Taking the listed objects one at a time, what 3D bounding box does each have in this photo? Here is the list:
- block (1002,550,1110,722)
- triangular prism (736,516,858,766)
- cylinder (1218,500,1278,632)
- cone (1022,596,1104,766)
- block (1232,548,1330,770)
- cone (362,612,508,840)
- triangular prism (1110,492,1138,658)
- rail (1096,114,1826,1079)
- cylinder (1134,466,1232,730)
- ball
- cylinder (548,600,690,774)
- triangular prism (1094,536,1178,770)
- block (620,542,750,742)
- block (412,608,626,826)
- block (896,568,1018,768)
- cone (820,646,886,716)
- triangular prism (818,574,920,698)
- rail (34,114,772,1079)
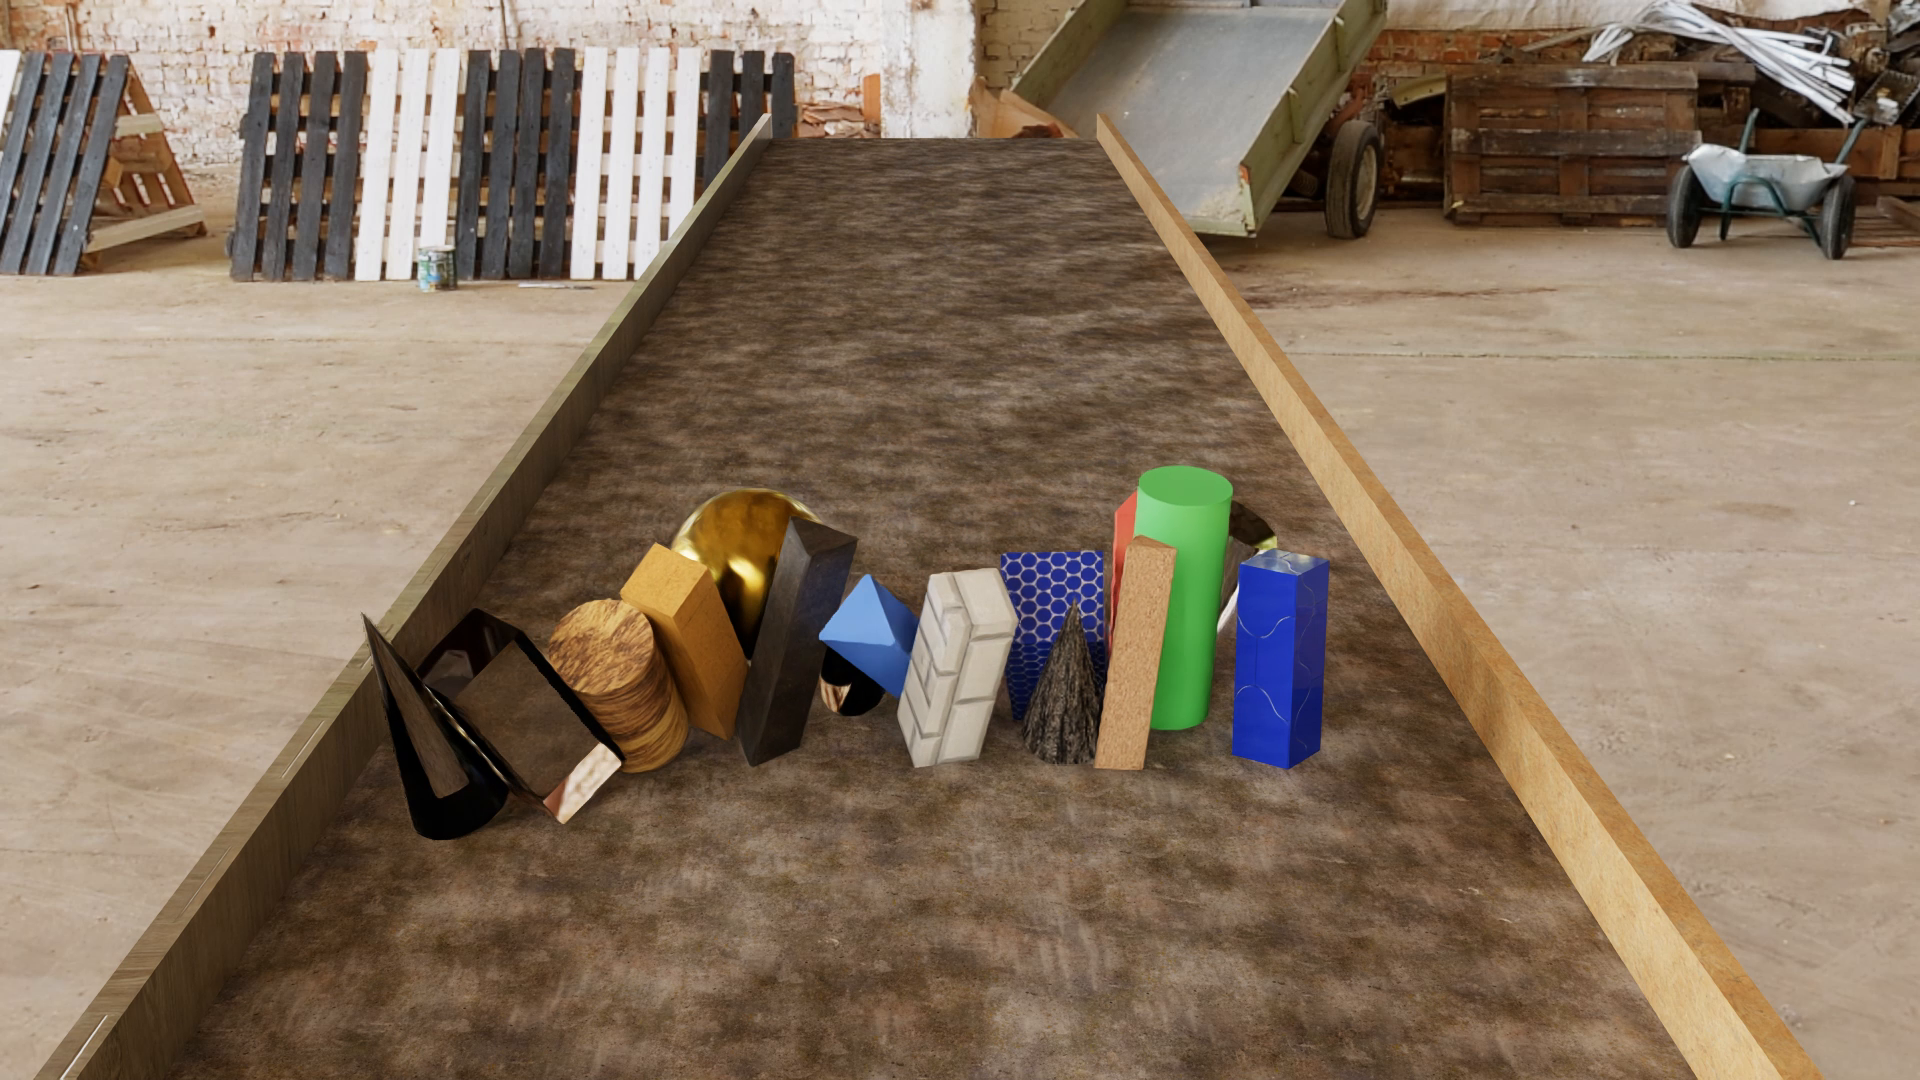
[{"bbox_3d":[0.176,0.178,3.985,0.179,0.327,0.179,-2,61,5],"label":"block"},{"bbox_3d":[-0.309,0.172,3.836,0.104,0.452,0.121,35,34,28],"label":"triangular prism"},{"bbox_3d":[0.472,0.083,4.333,0.174,0.304,0.174,24,26,-13],"label":"cylinder"},{"bbox_3d":[0.189,0.216,3.788,0.155,0.384,0.155,0,50,0],"label":"cone"},{"bbox_3d":[0.567,0.210,3.894,0.115,0.358,0.115,12,21,36],"label":"block"},{"bbox_3d":[-0.877,0.274,3.522,0.166,0.415,0.166,-11,35,8],"label":"cone"},{"bbox_3d":[0.345,0.096,4.180,0.124,0.398,0.107,-1,30,-2],"label":"triangular prism"},{"bbox_3d":[0.932,-0.844,7.801,0.050,0.150,12.000,0,17,-1],"label":"rail"},{"bbox_3d":[0.392,0.108,4.019,0.168,0.459,0.168,2,27,-1],"label":"cylinder"},{"bbox_3d":[-0.378,0.061,4.022,0.316,0.316,0.316,0,17,0],"label":"ball"},{"bbox_3d":[-0.579,0.254,3.759,0.176,0.313,0.176,-3,59,4],"label":"cylinder"},{"bbox_3d":[0.296,0.196,3.840,0.088,0.406,0.077,4,15,-13],"label":"triangular prism"},{"bbox_3d":[-0.466,0.185,3.841,0.108,0.458,0.108,23,64,20],"label":"block"},{"bbox_3d":[-0.727,0.291,3.627,0.155,0.323,0.155,19,59,47],"label":"block"},{"bbox_3d":[-0.008,0.224,3.800,0.119,0.377,0.119,-6,48,-19],"label":"block"},{"bbox_3d":[-0.231,0.172,3.977,0.126,0.407,0.126,-4,59,7],"label":"cone"},{"bbox_3d":[-0.105,0.184,3.991,0.139,0.120,0.437,4,-17,19],"label":"triangular prism"},{"bbox_3d":[-1.118,-0.838,7.780,0.050,0.150,12.000,0,17,-1],"label":"rail"}]
